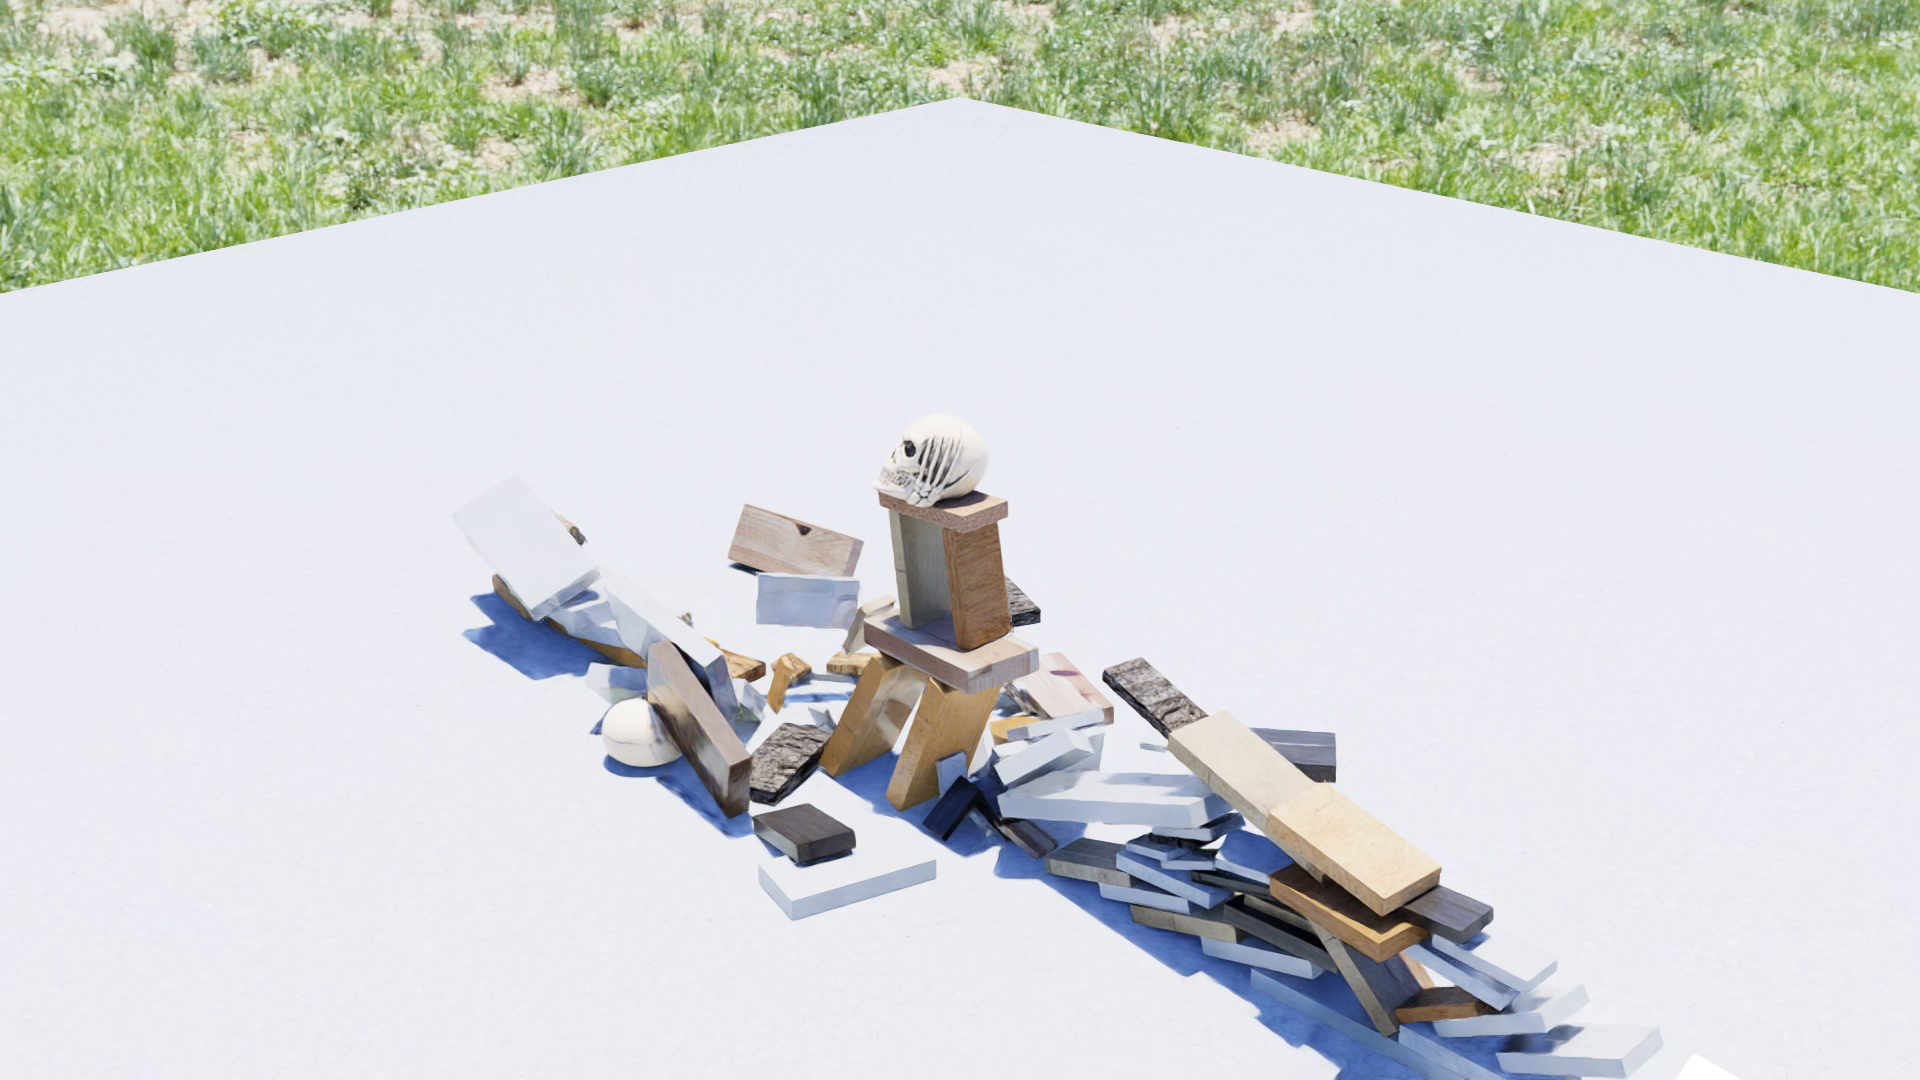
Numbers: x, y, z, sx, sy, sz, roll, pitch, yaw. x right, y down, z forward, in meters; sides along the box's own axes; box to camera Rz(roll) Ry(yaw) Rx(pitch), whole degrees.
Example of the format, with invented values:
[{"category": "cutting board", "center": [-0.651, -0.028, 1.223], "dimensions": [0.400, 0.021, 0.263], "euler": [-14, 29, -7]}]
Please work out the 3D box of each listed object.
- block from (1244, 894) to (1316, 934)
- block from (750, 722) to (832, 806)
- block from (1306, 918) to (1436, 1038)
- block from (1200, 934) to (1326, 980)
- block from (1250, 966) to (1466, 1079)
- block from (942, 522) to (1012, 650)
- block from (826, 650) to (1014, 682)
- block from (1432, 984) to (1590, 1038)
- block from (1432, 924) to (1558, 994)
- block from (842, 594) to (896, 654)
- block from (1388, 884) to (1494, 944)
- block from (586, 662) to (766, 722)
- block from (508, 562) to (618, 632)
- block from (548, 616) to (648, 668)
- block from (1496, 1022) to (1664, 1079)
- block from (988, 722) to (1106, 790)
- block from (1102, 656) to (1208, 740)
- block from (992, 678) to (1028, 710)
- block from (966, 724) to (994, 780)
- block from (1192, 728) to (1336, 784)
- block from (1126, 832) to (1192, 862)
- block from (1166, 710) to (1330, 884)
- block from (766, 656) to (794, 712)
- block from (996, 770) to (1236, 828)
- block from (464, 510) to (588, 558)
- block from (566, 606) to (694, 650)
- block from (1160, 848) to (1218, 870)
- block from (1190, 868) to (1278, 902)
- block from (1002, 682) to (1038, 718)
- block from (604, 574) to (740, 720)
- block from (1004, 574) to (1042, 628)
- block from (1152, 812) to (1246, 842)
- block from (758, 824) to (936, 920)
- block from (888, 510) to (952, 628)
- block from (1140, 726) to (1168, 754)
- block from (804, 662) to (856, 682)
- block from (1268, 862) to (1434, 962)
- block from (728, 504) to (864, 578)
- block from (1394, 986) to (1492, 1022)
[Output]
[{"category": "block", "center": [0.586, 0.643, 3.870], "dimensions": [0.156, 0.022, 0.078], "euler": [18, 29, 40]}, {"category": "block", "center": [-0.375, 0.466, 4.592], "dimensions": [0.121, 0.034, 0.241], "euler": [11, 31, 25]}, {"category": "block", "center": [0.698, 0.698, 3.750], "dimensions": [0.134, 0.038, 0.267], "euler": [-21, 73, -40]}, {"category": "block", "center": [0.566, 0.720, 3.922], "dimensions": [0.124, 0.035, 0.248], "euler": [-21, 17, -40]}, {"category": "block", "center": [0.756, 0.832, 3.752], "dimensions": [0.551, 0.038, 0.134], "euler": [21, 31, 40]}, {"category": "block", "center": [0.033, 0.080, 4.269], "dimensions": [0.034, 0.241, 0.121], "euler": [8, 22, 44]}, {"category": "block", "center": [-0.084, 0.287, 4.964], "dimensions": [0.439, 0.022, 0.078], "euler": [2, 21, 19]}, {"category": "block", "center": [0.893, 0.765, 3.574], "dimensions": [0.116, 0.033, 0.232], "euler": [-20, -1, -37]}, {"category": "block", "center": [0.855, 0.659, 3.516], "dimensions": [0.088, 0.025, 0.176], "euler": [-23, 34, -38]}, {"category": "block", "center": [-0.190, 0.176, 4.585], "dimensions": [0.078, 0.156, 0.022], "euler": [-23, 65, -32]}, {"category": "block", "center": [0.762, 0.592, 3.553], "dimensions": [0.088, 0.025, 0.176], "euler": [-25, 29, -36]}, {"category": "block", "center": [-0.616, 0.332, 4.784], "dimensions": [0.351, 0.050, 0.175], "euler": [5, -17, 12]}, {"category": "block", "center": [-0.905, 0.119, 5.162], "dimensions": [0.180, 0.051, 0.359], "euler": [-20, 24, -31]}, {"category": "block", "center": [-0.735, 0.242, 5.135], "dimensions": [0.152, 0.043, 0.558], "euler": [-21, 31, -40]}, {"category": "block", "center": [0.984, 0.810, 3.498], "dimensions": [0.116, 0.033, 0.232], "euler": [-23, 7, -40]}, {"category": "block", "center": [0.176, 0.458, 4.519], "dimensions": [0.245, 0.122, 0.035], "euler": [-11, 37, -24]}, {"category": "block", "center": [0.457, 0.380, 3.935], "dimensions": [0.091, 0.026, 0.555], "euler": [-16, 39, -31]}, {"category": "block", "center": [0.048, 0.318, 4.940], "dimensions": [0.122, 0.035, 0.245], "euler": [-10, 20, -21]}, {"category": "block", "center": [0.037, 0.452, 4.578], "dimensions": [0.026, 0.091, 0.182], "euler": [24, 18, -16]}, {"category": "block", "center": [0.643, 0.450, 4.646], "dimensions": [0.295, 0.042, 0.148], "euler": [3, 23, 7]}, {"category": "block", "center": [0.365, 0.565, 4.049], "dimensions": [0.059, 0.017, 0.117], "euler": [-17, 13, -33]}, {"category": "block", "center": [0.538, 0.437, 3.803], "dimensions": [0.133, 0.038, 0.399], "euler": [-19, 41, -31]}, {"category": "block", "center": [-0.398, 0.319, 4.862], "dimensions": [0.016, 0.112, 0.056], "euler": [8, 21, -26]}, {"category": "block", "center": [0.298, 0.480, 4.097], "dimensions": [0.153, 0.043, 0.564], "euler": [-19, 7, -35]}, {"category": "block", "center": [-1.043, -0.002, 5.269], "dimensions": [0.180, 0.051, 0.359], "euler": [-41, 32, -16]}, {"category": "block", "center": [-0.763, 0.192, 5.061], "dimensions": [0.152, 0.043, 0.304], "euler": [-23, 20, -38]}, {"category": "block", "center": [0.429, 0.580, 3.993], "dimensions": [0.117, 0.017, 0.058], "euler": [-7, 12, 42]}, {"category": "block", "center": [0.511, 0.602, 3.927], "dimensions": [0.191, 0.022, 0.078], "euler": [6, 20, 45]}, {"category": "block", "center": [0.127, 0.344, 4.794], "dimensions": [0.098, 0.014, 0.049], "euler": [49, 5, 17]}, {"category": "block", "center": [-0.607, 0.226, 4.625], "dimensions": [0.050, 0.176, 0.351], "euler": [-37, 50, -25]}, {"category": "block", "center": [0.095, 0.148, 5.369], "dimensions": [0.121, 0.034, 0.241], "euler": [-9, 24, -19]}, {"category": "block", "center": [0.432, 0.517, 3.996], "dimensions": [0.083, 0.023, 0.166], "euler": [-18, 8, -33]}, {"category": "block", "center": [-0.215, 0.634, 4.212], "dimensions": [0.305, 0.043, 0.153], "euler": [-12, 26, -27]}, {"category": "block", "center": [-0.072, 0.043, 4.377], "dimensions": [0.121, 0.241, 0.034], "euler": [-19, 20, -37]}, {"category": "block", "center": [0.432, 0.422, 4.745], "dimensions": [0.058, 0.016, 0.116], "euler": [8, 24, 19]}, {"category": "block", "center": [-0.296, 0.302, 5.026], "dimensions": [0.112, 0.016, 0.056], "euler": [4, 22, 8]}, {"category": "block", "center": [0.651, 0.600, 3.644], "dimensions": [0.133, 0.038, 0.266], "euler": [-21, 27, -28]}, {"category": "block", "center": [-0.415, 0.025, 5.512], "dimensions": [0.368, 0.148, 0.042], "euler": [17, -2, 34]}, {"category": "block", "center": [0.811, 0.764, 3.636], "dimensions": [0.085, 0.024, 0.170], "euler": [-21, 1, -40]}]
